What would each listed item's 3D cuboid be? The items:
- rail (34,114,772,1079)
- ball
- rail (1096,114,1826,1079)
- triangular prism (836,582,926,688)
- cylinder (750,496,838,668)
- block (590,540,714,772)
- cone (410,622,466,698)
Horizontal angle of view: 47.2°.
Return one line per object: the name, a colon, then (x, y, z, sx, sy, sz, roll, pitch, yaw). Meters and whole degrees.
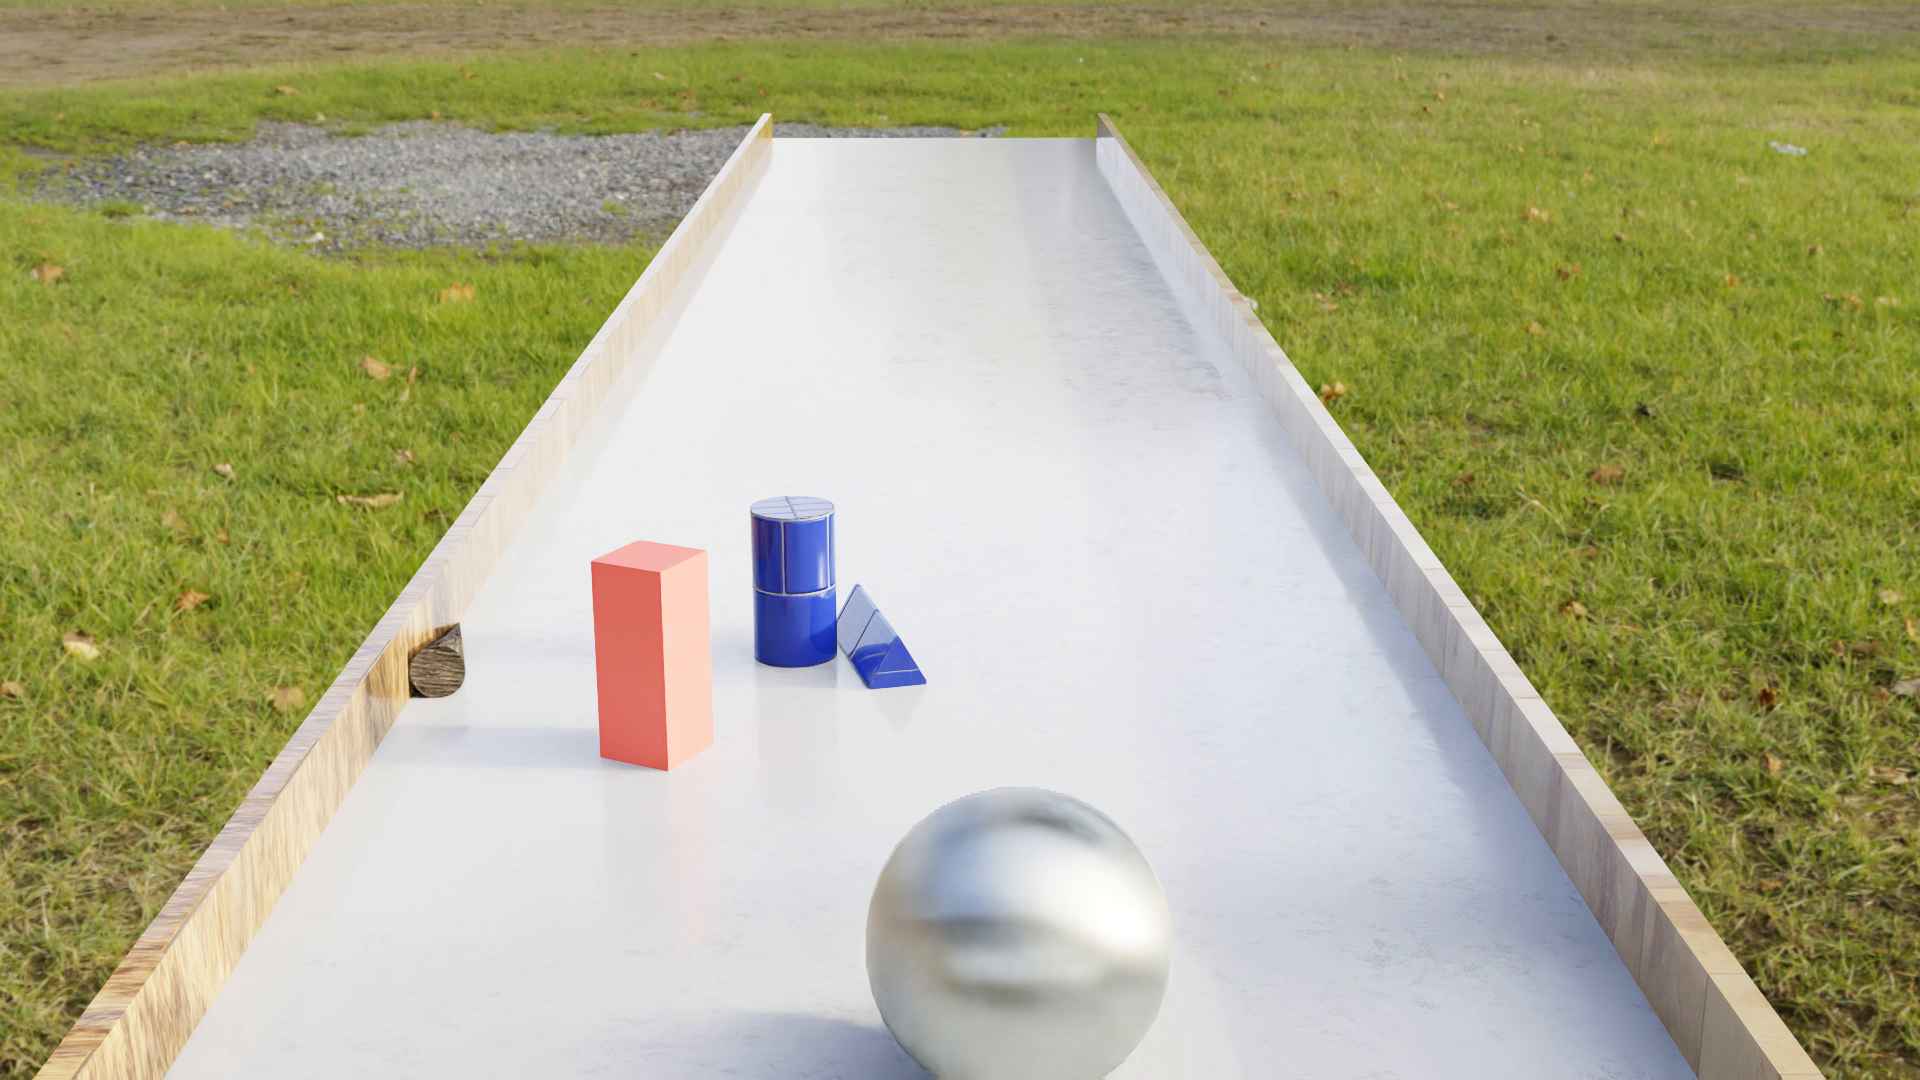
rail: (-1.118, -0.838, 7.780, 0.050, 0.150, 12.000, 0, 17, -1)
ball: (0.074, 0.515, 2.804, 0.393, 0.393, 0.393, 0, 17, 0)
rail: (0.932, -0.844, 7.801, 0.050, 0.150, 12.000, 0, 17, -1)
triangular prism: (-0.167, 0.186, 4.419, 0.114, 0.099, 0.359, -4, 17, -15)
cylinder: (-0.332, 0.083, 4.405, 0.169, 0.310, 0.169, 0, 17, 0)
block: (-0.544, 0.203, 3.902, 0.146, 0.366, 0.146, 8, 18, 26)
cone: (-1.028, 0.212, 4.425, 0.103, 0.103, 0.459, -2, 10, -7)
